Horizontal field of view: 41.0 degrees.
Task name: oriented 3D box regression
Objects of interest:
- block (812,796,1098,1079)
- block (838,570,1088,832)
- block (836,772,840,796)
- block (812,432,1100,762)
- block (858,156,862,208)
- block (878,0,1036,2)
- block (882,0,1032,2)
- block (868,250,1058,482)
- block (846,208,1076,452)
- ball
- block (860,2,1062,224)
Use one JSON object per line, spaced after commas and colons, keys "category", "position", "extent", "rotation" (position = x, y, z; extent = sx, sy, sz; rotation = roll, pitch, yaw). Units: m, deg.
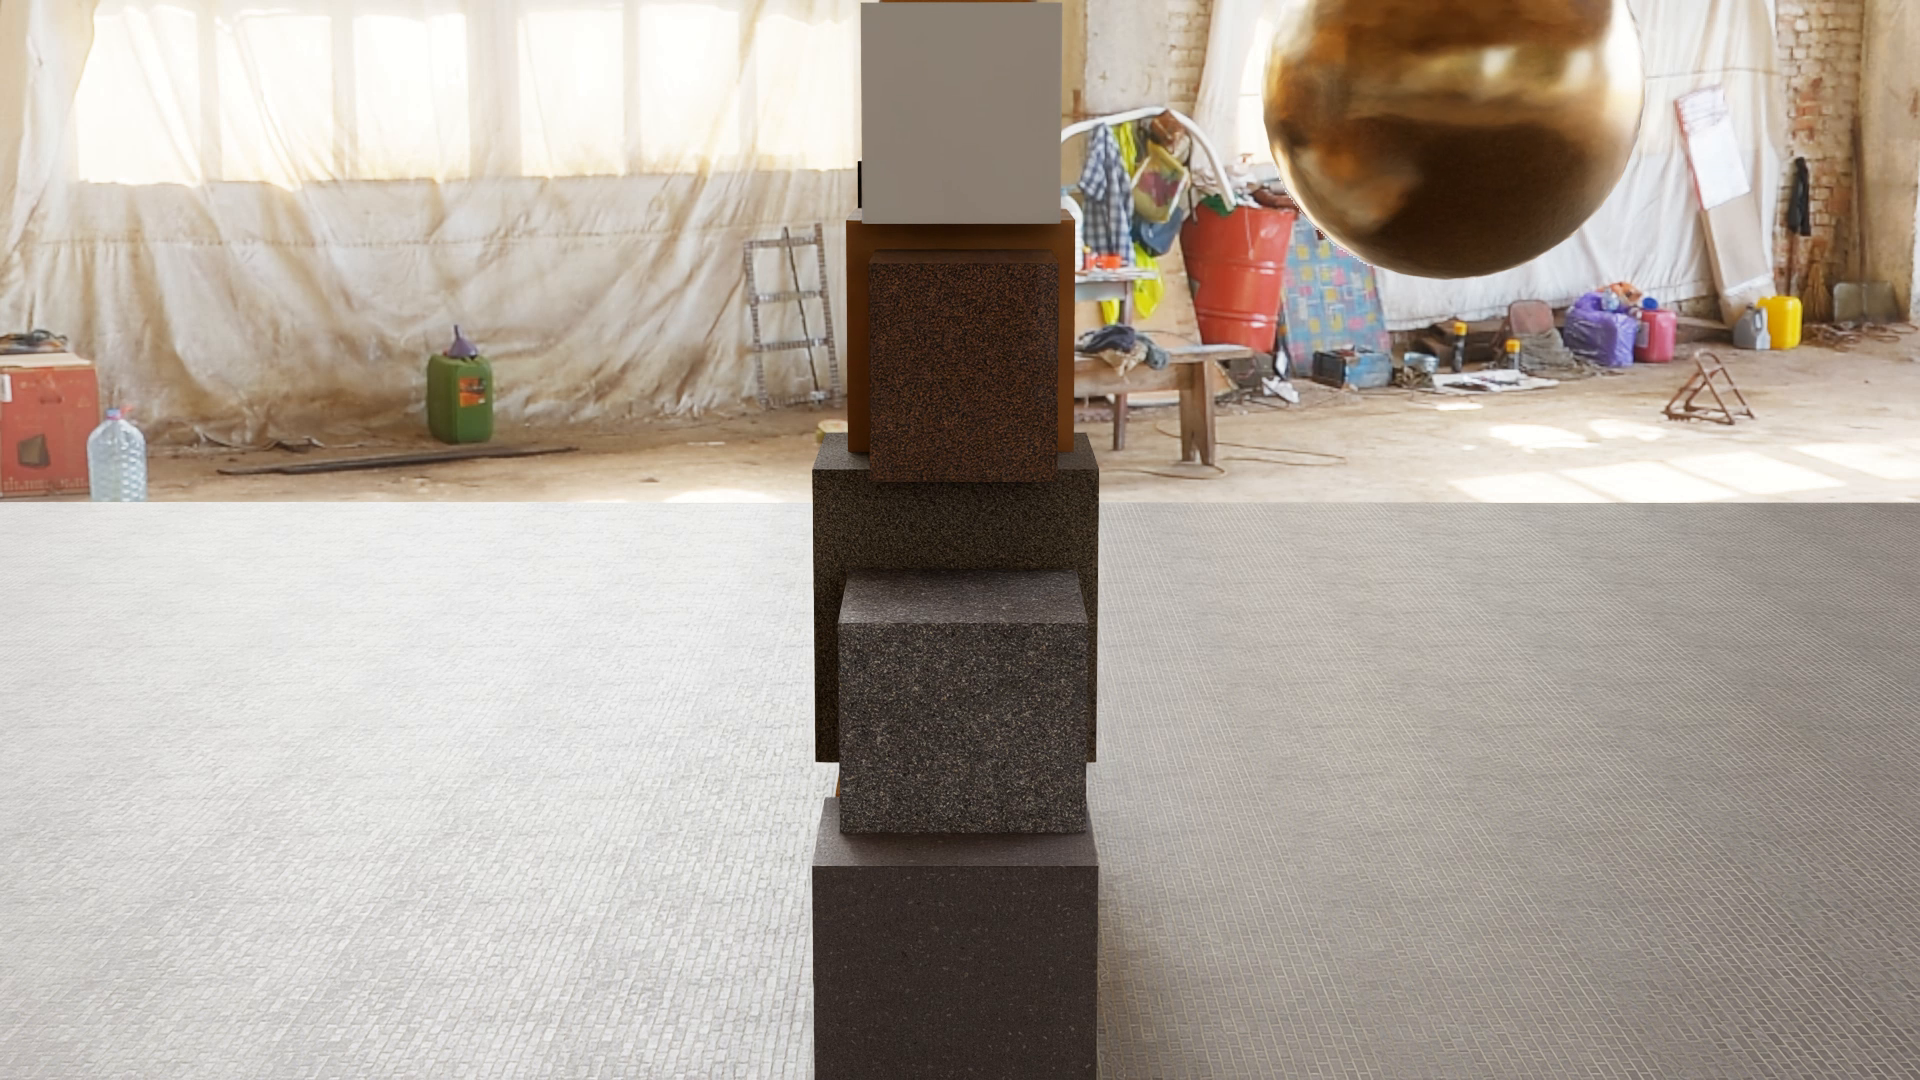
{"category": "block", "position": [-0.016, 1.450, 9.205], "extent": [0.973, 0.853, 0.847], "rotation": [0, 10, 0]}
{"category": "block", "position": [0.010, 0.575, 9.459], "extent": [0.872, 0.764, 0.904], "rotation": [0, 11, 0]}
{"category": "block", "position": [0.001, 1.282, 10.107], "extent": [0.931, 0.861, 0.968], "rotation": [0, 10, 0]}
{"category": "block", "position": [-0.017, 0.207, 10.390], "extent": [1.095, 1.154, 1.026], "rotation": [0, 10, 0]}
{"category": "block", "position": [-0.017, -1.300, 12.157], "extent": [0.898, 1.021, 0.881], "rotation": [0, 11, 0]}
{"category": "block", "position": [-0.010, -2.609, 11.019], "extent": [0.664, 0.617, 0.590], "rotation": [0, 14, 0]}
{"category": "block", "position": [-0.013, -2.465, 10.392], "extent": [0.590, 0.596, 0.670], "rotation": [0, 11, 0]}
{"category": "block", "position": [0.014, -0.679, 9.779], "extent": [0.693, 0.806, 0.764], "rotation": [0, 10, 0]}
{"category": "block", "position": [0.003, -0.882, 10.583], "extent": [0.902, 0.919, 0.870], "rotation": [0, 10, 0]}
{"category": "ball", "position": [2.074, -1.902, 10.835], "extent": [1.600, 1.600, 1.600], "rotation": [0, 10, 0]}
{"category": "block", "position": [0.005, -1.693, 10.157], "extent": [0.762, 0.830, 0.811], "rotation": [0, 10, 0]}
